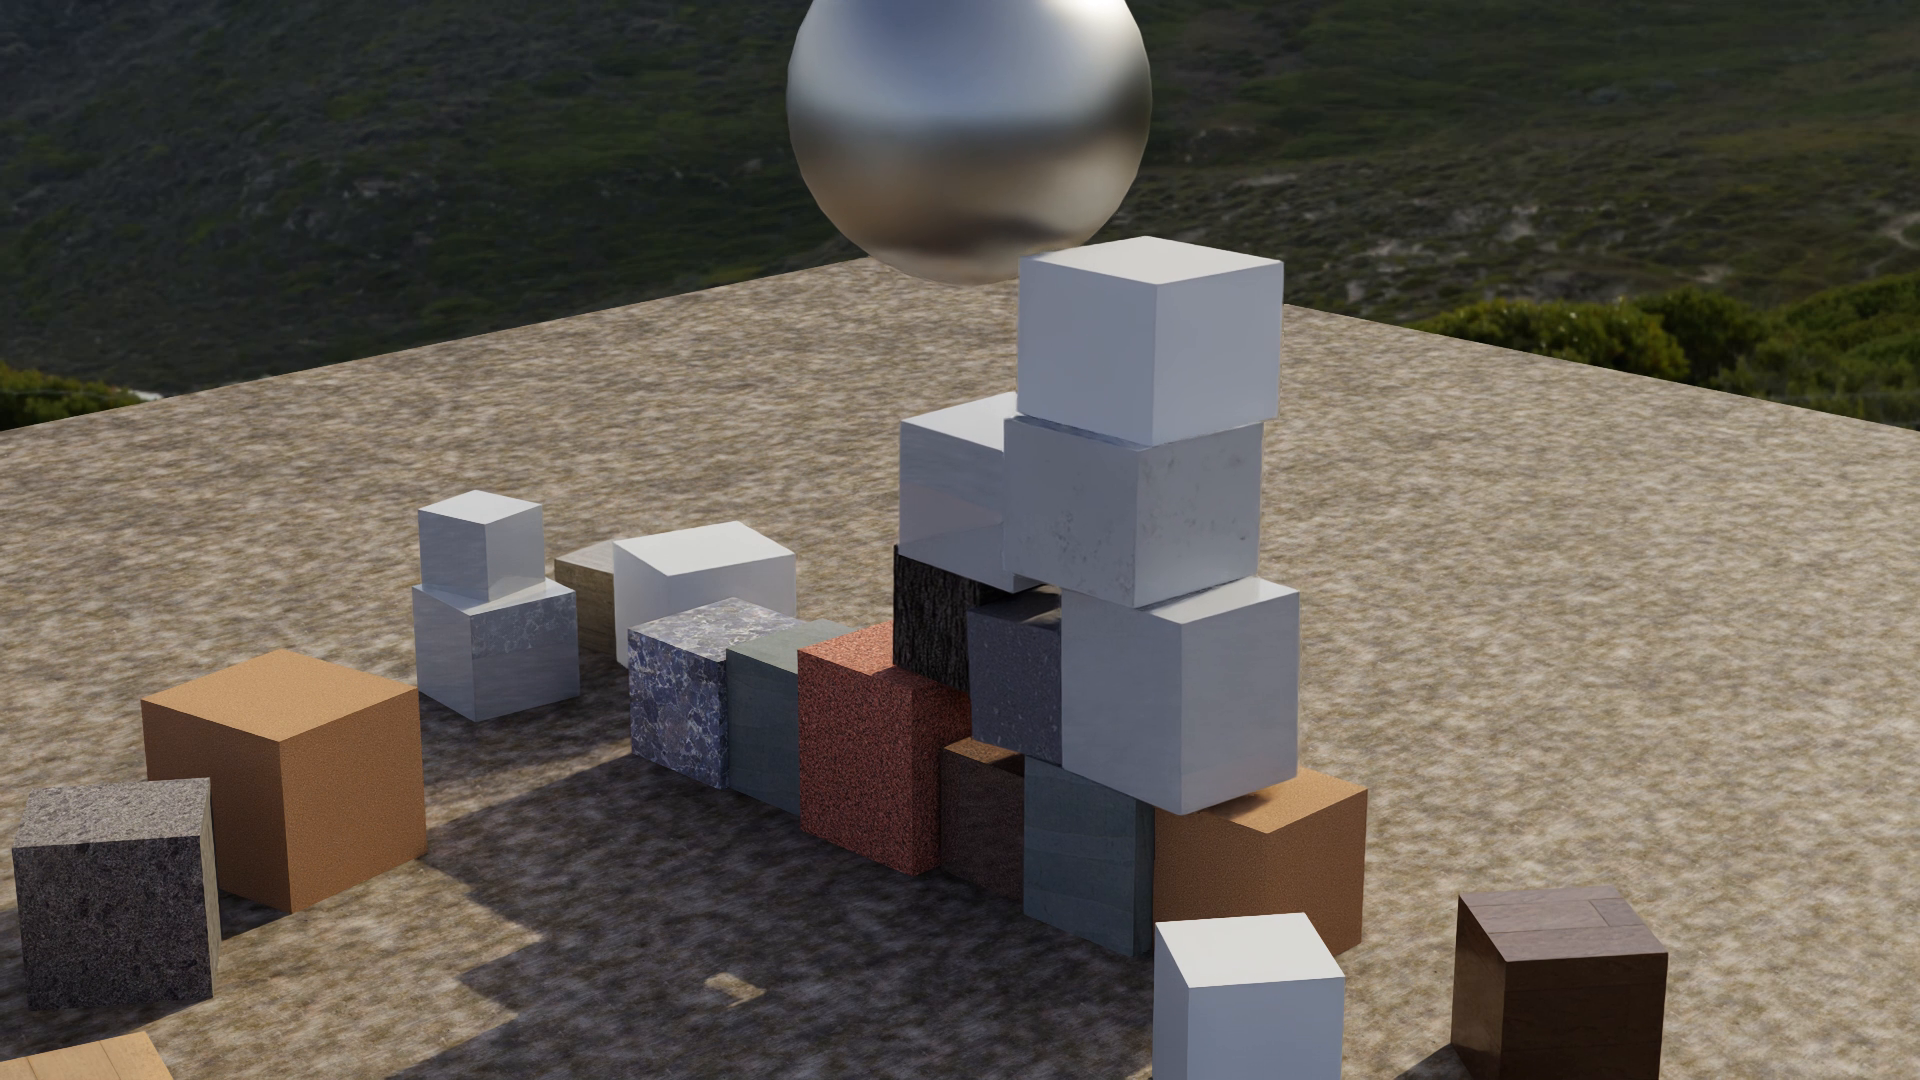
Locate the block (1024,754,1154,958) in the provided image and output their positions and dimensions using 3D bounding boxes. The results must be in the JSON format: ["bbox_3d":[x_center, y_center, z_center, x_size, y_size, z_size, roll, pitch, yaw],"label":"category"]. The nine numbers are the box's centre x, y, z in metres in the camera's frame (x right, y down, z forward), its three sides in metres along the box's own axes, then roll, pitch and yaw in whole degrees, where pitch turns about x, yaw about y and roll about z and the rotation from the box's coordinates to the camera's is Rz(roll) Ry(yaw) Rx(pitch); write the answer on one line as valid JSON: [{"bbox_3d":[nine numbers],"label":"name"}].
[{"bbox_3d":[0.769,1.293,12.966,0.644,0.758,0.731,16,24,42],"label":"block"}]

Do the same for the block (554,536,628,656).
[{"bbox_3d":[-1.903,0.319,16.523,0.521,0.484,0.532,13,22,35],"label":"block"}]

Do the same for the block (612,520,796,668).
[{"bbox_3d":[-1.392,0.371,16.007,0.760,0.694,0.701,-10,20,-29],"label":"block"}]

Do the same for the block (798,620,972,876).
[{"bbox_3d":[-0.211,0.945,13.820,0.779,0.909,0.770,-16,24,-42],"label":"block"}]

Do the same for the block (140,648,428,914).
[{"bbox_3d":[-3.103,1.091,13.502,0.916,0.822,0.839,12,21,34],"label":"block"}]

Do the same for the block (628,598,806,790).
[{"bbox_3d":[-1.173,0.763,14.802,0.702,0.669,0.701,-16,24,-42],"label":"block"}]

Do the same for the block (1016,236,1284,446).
[{"bbox_3d":[0.799,-0.854,12.372,0.784,0.669,0.784,-14,22,-42],"label":"block"}]

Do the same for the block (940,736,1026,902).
[{"bbox_3d":[0.316,1.232,13.416,0.560,0.605,0.587,-17,24,-42],"label":"block"}]

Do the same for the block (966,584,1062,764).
[{"bbox_3d":[0.460,0.574,13.001,0.629,0.600,0.554,-17,20,-42],"label":"block"}]

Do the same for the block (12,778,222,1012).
[{"bbox_3d":[-3.544,1.487,12.387,0.743,0.734,0.642,-3,18,-10],"label":"block"}]

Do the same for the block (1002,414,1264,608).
[{"bbox_3d":[0.730,-0.185,12.469,0.772,0.665,0.774,-14,21,-42],"label":"block"}]

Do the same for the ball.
[{"bbox_3d":[0.039,-1.913,12.781,1.600,1.600,1.600,0,17,0],"label":"ball"}]

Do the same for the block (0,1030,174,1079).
[{"bbox_3d":[-3.042,2.235,10.019,0.745,0.728,0.731,-9,20,-27],"label":"block"}]

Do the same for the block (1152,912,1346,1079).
[{"bbox_3d":[1.099,1.875,11.269,0.598,0.665,0.575,-3,18,-9],"label":"block"}]

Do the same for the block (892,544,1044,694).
[{"bbox_3d":[0.091,0.302,13.382,0.566,0.579,0.551,-17,26,-42],"label":"block"}]

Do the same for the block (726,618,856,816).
[{"bbox_3d":[-0.686,0.873,14.350,0.637,0.729,0.641,-17,24,-42],"label":"block"}]

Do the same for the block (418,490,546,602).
[{"bbox_3d":[-2.540,0.028,15.579,0.483,0.427,0.438,12,21,33],"label":"block"}]

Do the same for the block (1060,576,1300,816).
[{"bbox_3d":[0.934,0.600,12.482,0.680,0.833,0.748,-14,20,-37],"label":"block"}]

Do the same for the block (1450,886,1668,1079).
[{"bbox_3d":[2.342,1.802,11.517,0.638,0.656,0.627,-2,18,-7],"label":"block"}]

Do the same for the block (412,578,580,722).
[{"bbox_3d":[-2.475,0.540,15.646,0.638,0.589,0.620,-13,22,-37],"label":"block"}]

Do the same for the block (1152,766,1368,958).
[{"bbox_3d":[1.288,1.418,12.622,0.609,0.725,0.687,16,24,42],"label":"block"}]

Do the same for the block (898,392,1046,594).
[{"bbox_3d":[0.233,-0.225,13.067,0.712,0.626,0.712,18,25,42],"label":"block"}]
